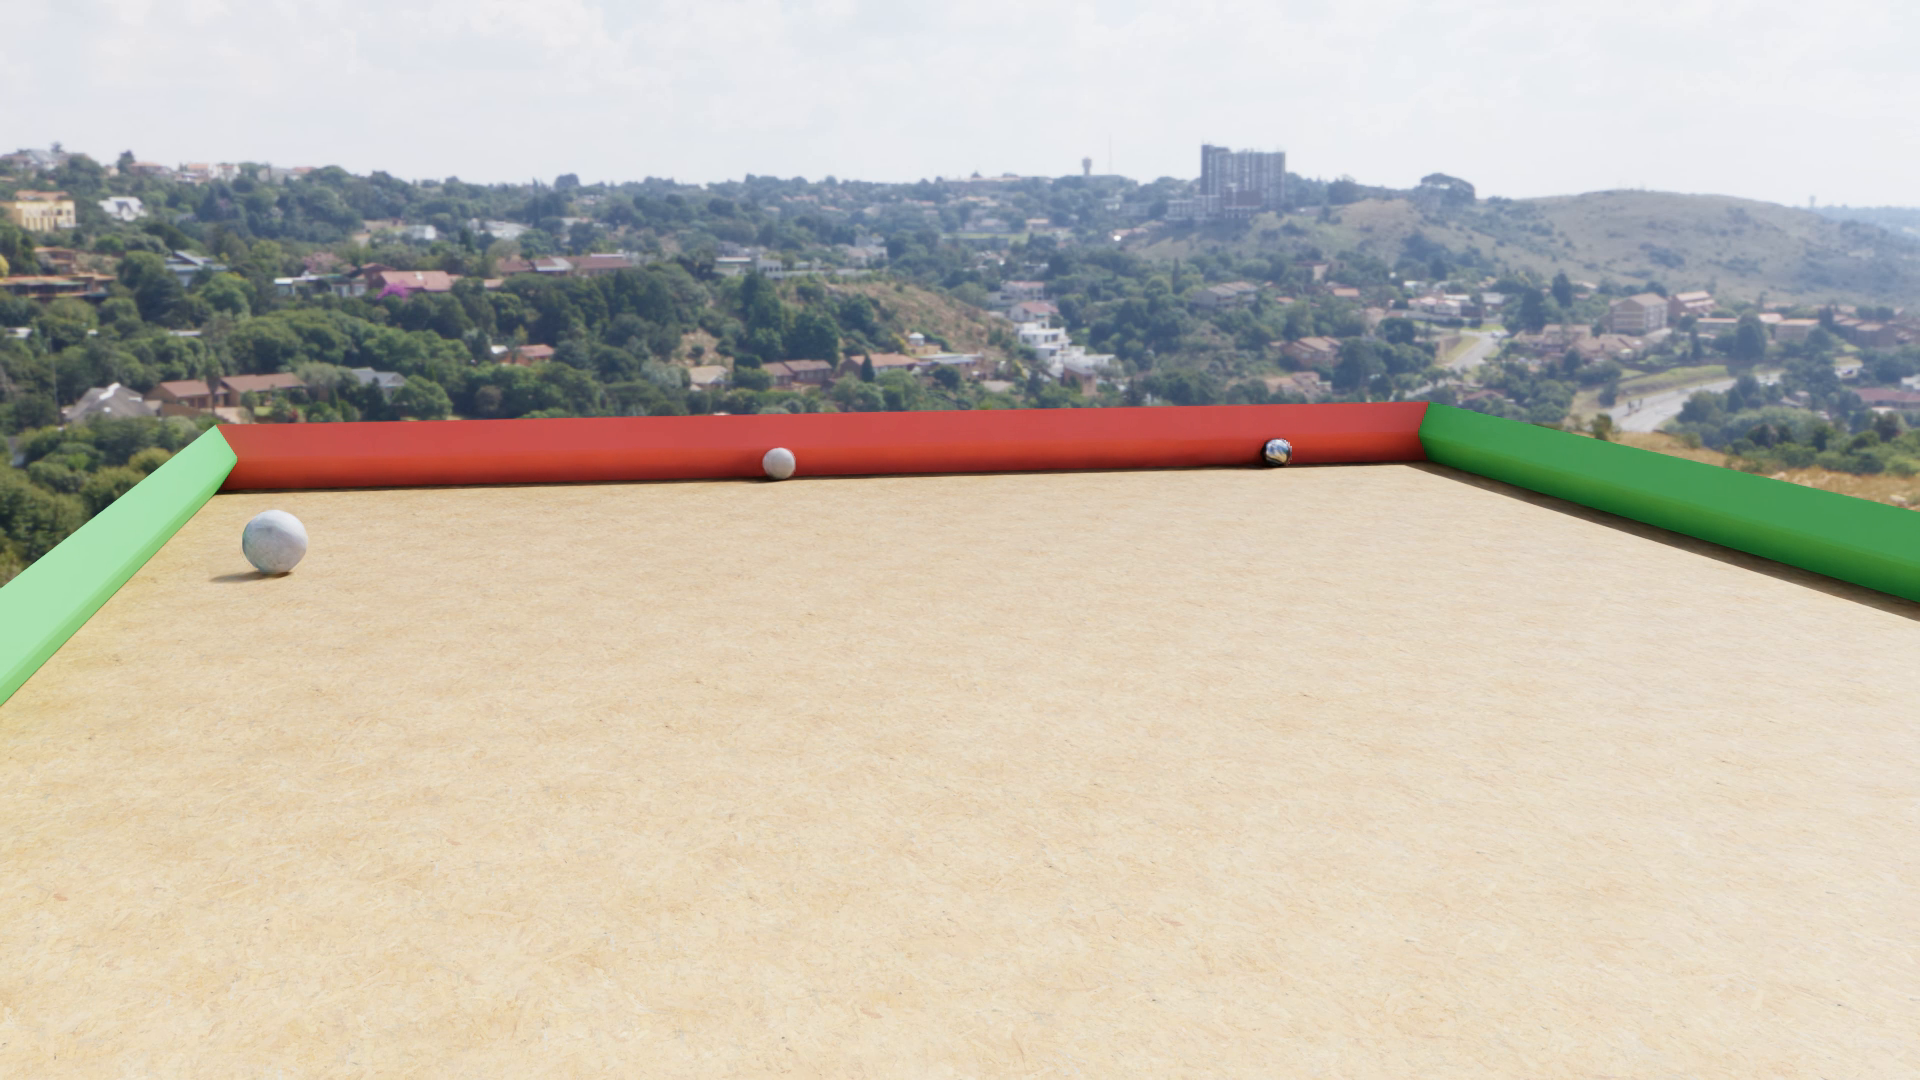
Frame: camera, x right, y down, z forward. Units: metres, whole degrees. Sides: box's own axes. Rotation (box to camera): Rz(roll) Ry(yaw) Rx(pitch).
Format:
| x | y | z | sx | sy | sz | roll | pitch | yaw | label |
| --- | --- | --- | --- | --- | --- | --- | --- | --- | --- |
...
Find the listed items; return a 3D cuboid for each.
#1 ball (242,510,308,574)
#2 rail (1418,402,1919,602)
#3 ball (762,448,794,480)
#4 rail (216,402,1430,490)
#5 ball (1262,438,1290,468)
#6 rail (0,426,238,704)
| x | y | z | sx | sy | sz | roll | pitch | yaw | label |
| --- | --- | --- | --- | --- | --- | --- | --- | --- | --- |
| -1.057 | 0.003 | 3.393 | 0.098 | 0.098 | 0.098 | 0 | 9 | 0 | ball |
| 1.450 | 0.100 | 2.673 | 0.045 | 0.127 | 4.480 | -2 | 9 | -11 | rail |
| -0.372 | -0.156 | 4.508 | 0.066 | 0.066 | 0.066 | 0 | 9 | 0 | ball |
| -0.214 | -0.199 | 4.577 | 2.558 | 0.127 | 0.045 | -2 | 9 | -11 | rail |
| 0.677 | -0.187 | 4.719 | 0.062 | 0.062 | 0.062 | 0 | 9 | 0 | ball |
| -1.012 | 0.176 | 2.188 | 0.045 | 0.127 | 4.480 | -2 | 9 | -11 | rail |
